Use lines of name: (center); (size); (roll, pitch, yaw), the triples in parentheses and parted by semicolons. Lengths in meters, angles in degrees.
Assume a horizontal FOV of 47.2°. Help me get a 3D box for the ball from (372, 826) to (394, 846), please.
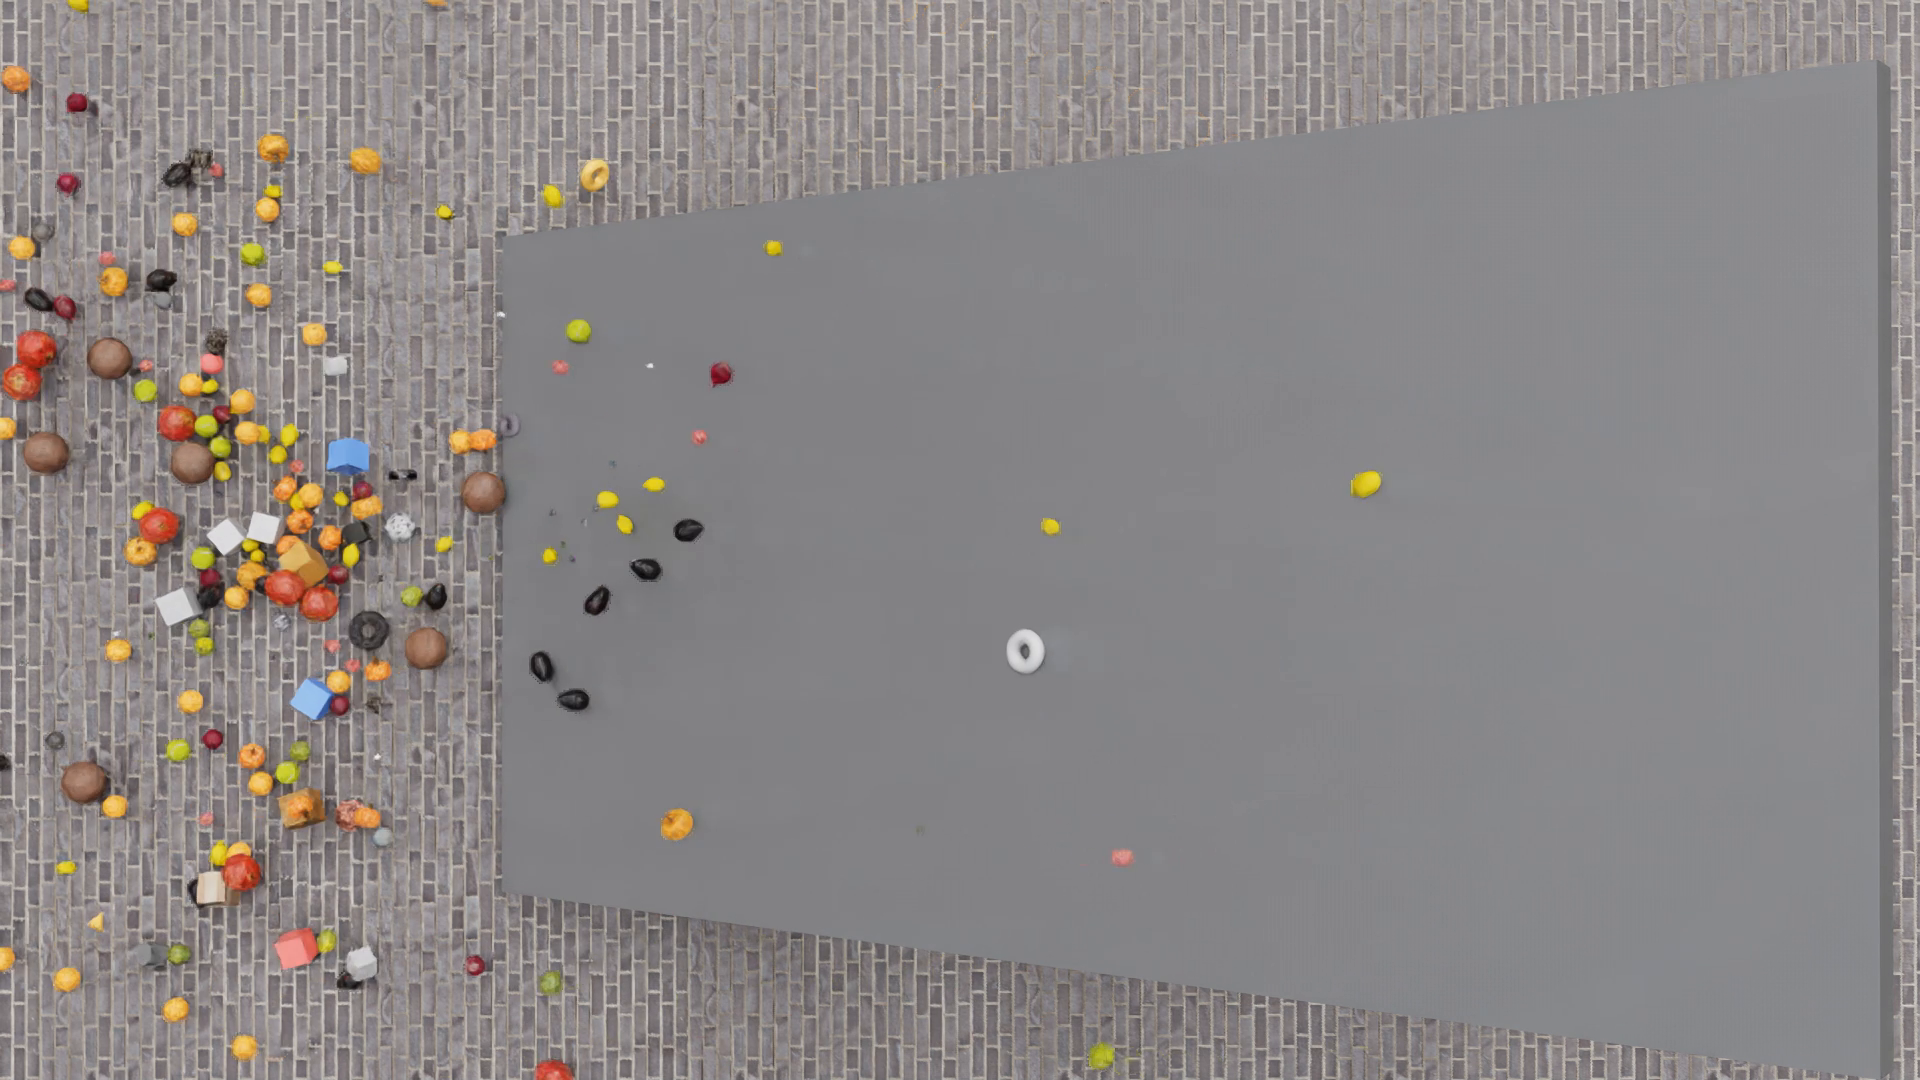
ball: (-1.769, 0.910, 6.744); (0.061, 0.061, 0.061); (0, 90, 0)

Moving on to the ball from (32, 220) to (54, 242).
ball: (-2.822, -0.949, 6.766); (0.066, 0.066, 0.066); (0, 90, 0)

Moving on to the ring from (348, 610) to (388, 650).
ring: (-1.822, 0.280, 6.770); (0.123, 0.041, 0.123); (0, 89, 0)

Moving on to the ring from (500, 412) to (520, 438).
ring: (-1.367, -0.351, 6.676); (0.078, 0.026, 0.078); (-1, 88, 38)

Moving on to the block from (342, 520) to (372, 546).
block: (-1.854, -0.021, 6.763); (0.060, 0.060, 0.060); (-21, 90, 0)

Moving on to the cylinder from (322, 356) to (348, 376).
cylinder: (-1.913, -0.534, 6.734); (0.055, 0.055, 0.055); (-14, 89, -42)

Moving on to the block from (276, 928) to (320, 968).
block: (-2.025, 1.246, 6.719); (0.085, 0.085, 0.085); (-14, 102, 8)

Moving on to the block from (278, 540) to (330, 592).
block: (-2.006, 0.078, 6.724); (0.092, 0.092, 0.092); (-39, 52, 1)

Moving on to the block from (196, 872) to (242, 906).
block: (-2.265, 1.066, 6.722); (0.091, 0.091, 0.091); (-4, 75, 10)

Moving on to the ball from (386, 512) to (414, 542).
ball: (-1.718, -0.039, 6.749); (0.088, 0.088, 0.088); (0, 90, 0)

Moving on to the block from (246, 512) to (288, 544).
block: (-2.126, -0.036, 6.751); (0.083, 0.083, 0.083); (15, 90, 0)

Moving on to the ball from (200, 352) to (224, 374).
ball: (-2.301, -0.543, 6.763); (0.067, 0.067, 0.067); (0, 90, 0)

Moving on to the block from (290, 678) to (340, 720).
block: (-1.980, 0.486, 6.743); (0.091, 0.091, 0.091); (32, 90, 0)

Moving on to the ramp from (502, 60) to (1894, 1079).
ramp: (0.232, 0.065, 5.550); (4.000, 0.100, 2.000); (0, 89, 37)

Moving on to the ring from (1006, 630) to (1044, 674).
ring: (0.164, 0.280, 5.514); (0.111, 0.037, 0.111); (-1, 89, 38)

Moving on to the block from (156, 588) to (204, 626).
block: (-2.393, 0.205, 6.746); (0.090, 0.090, 0.090); (-24, 90, 0)

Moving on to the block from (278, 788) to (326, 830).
block: (-2.008, 0.821, 6.712); (0.096, 0.096, 0.096); (-19, 78, 3)

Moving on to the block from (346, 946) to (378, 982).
block: (-1.828, 1.296, 6.720); (0.066, 0.066, 0.066); (45, 132, 33)

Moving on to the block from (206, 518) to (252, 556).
block: (-2.242, -0.010, 6.752); (0.082, 0.082, 0.082); (-40, 90, 0)

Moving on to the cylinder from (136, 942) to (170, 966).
cylinder: (-2.473, 1.268, 6.736); (0.069, 0.069, 0.069); (-7, 75, 28)

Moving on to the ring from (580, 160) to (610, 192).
ring: (-1.120, -1.119, 6.750); (0.035, 0.105, 0.105); (33, 90, 30)

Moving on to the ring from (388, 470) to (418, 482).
ring: (-1.709, -0.198, 6.748); (0.087, 0.087, 0.029); (-3, 84, 0)

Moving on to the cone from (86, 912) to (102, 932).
cone: (-2.654, 1.169, 6.772); (0.053, 0.053, 0.053); (19, 63, 0)

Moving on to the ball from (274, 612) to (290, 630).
ball: (-2.087, 0.249, 6.765); (0.050, 0.050, 0.050); (0, 90, 0)

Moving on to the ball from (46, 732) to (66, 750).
ball: (-2.779, 0.616, 6.759); (0.058, 0.058, 0.058); (0, 90, 0)

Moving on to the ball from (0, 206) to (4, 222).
ball: (-2.974, -1.006, 6.768); (0.063, 0.063, 0.063); (0, 90, 0)

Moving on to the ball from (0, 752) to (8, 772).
ball: (-2.959, 0.683, 6.754); (0.068, 0.068, 0.068); (0, 90, 0)

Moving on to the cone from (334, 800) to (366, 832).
cone: (-1.882, 0.850, 6.737); (0.099, 0.099, 0.099); (0, 90, 0)

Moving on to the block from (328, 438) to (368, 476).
block: (-1.871, -0.255, 6.727); (0.084, 0.084, 0.084); (-11, 72, 31)

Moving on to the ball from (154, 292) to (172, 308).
ball: (-2.452, -0.739, 6.770); (0.054, 0.054, 0.054); (0, 90, 0)
